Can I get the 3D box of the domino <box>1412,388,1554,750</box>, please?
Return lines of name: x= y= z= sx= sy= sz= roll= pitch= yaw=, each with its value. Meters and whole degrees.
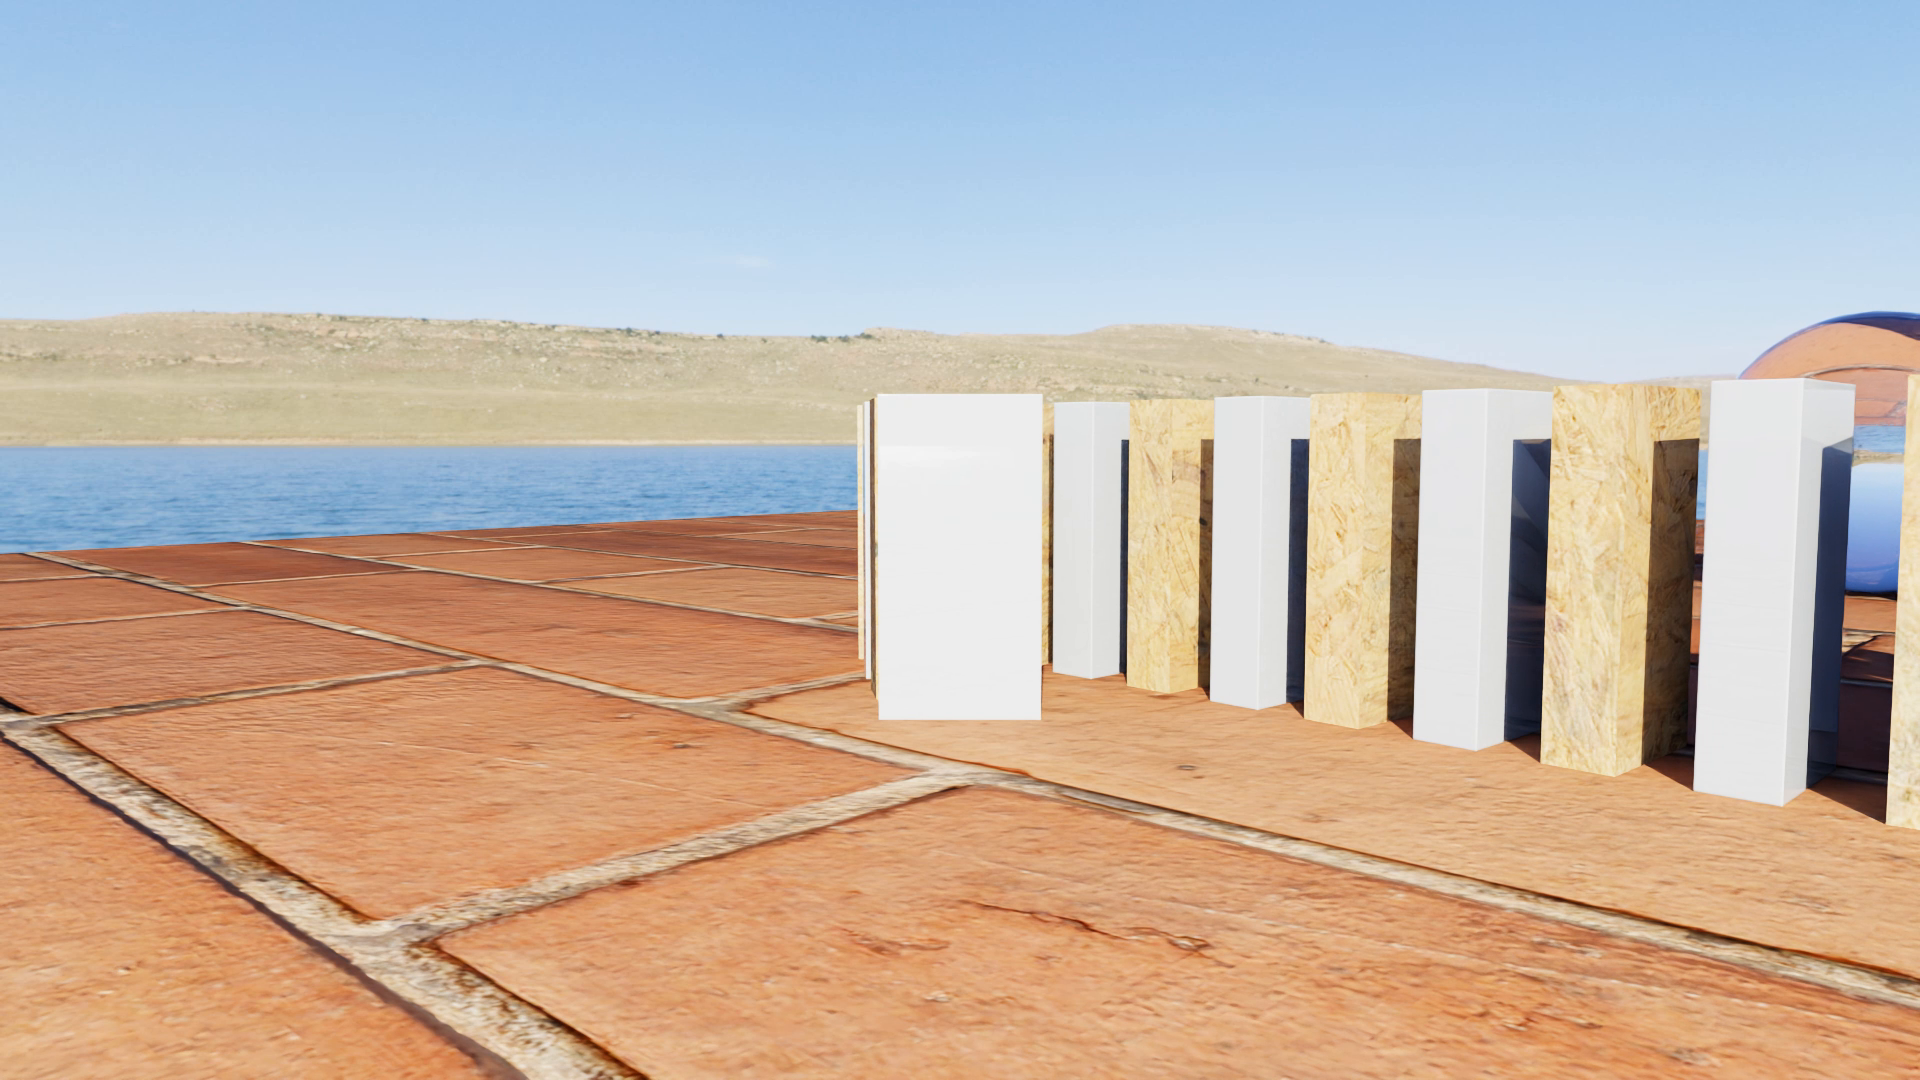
domino: x=0.078 y=0.003 z=0.188 sx=0.025 sy=0.050 sz=0.009 roll=-4 pitch=6 yaw=-41

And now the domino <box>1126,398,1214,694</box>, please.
domino: x=0.042 y=0.000 z=0.229 sx=0.025 sy=0.050 sz=0.009 roll=-4 pitch=6 yaw=-41

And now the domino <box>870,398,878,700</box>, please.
domino: x=-0.002 y=0.001 z=0.219 sx=0.025 sy=0.050 sz=0.009 roll=-1 pitch=4 yaw=-9

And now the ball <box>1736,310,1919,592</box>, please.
ball: x=0.260 y=-0.025 z=0.367 sx=0.080 sy=0.080 sz=0.080 roll=0 pitch=4 yaw=0

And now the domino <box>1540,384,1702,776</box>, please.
domino: x=0.090 y=0.004 z=0.174 sx=0.025 sy=0.050 sz=0.009 roll=-4 pitch=6 yaw=-42

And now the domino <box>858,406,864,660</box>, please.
domino: x=-0.007 y=-0.001 z=0.253 sx=0.025 sy=0.050 sz=0.010 roll=1 pitch=4 yaw=15

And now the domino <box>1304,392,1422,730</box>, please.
domino: x=0.066 y=0.002 z=0.201 sx=0.025 sy=0.050 sz=0.009 roll=-4 pitch=6 yaw=-41

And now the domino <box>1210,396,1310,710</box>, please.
domino: x=0.054 y=0.001 z=0.215 sx=0.025 sy=0.050 sz=0.010 roll=-4 pitch=6 yaw=-41

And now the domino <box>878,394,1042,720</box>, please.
domino: x=0.000 y=0.002 z=0.201 sx=0.025 sy=0.050 sz=0.010 roll=0 pitch=4 yaw=0

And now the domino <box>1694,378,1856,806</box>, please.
domino: x=0.102 y=0.005 z=0.161 sx=0.025 sy=0.050 sz=0.009 roll=-4 pitch=6 yaw=-44

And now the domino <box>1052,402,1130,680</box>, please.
domino: x=0.030 y=-0.001 z=0.242 sx=0.025 sy=0.050 sz=0.009 roll=-4 pitch=6 yaw=-43

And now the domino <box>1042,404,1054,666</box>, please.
domino: x=0.017 y=-0.002 z=0.255 sx=0.010 sy=0.050 sz=0.025 roll=3 pitch=5 yaw=35

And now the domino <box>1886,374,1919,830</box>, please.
domino: x=0.115 y=0.006 z=0.148 sx=0.009 sy=0.050 sz=0.025 roll=3 pitch=5 yaw=40

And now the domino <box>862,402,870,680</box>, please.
domino: x=-0.005 y=0.000 z=0.237 sx=0.025 sy=0.050 sz=0.010 roll=-1 pitch=4 yaw=-7
